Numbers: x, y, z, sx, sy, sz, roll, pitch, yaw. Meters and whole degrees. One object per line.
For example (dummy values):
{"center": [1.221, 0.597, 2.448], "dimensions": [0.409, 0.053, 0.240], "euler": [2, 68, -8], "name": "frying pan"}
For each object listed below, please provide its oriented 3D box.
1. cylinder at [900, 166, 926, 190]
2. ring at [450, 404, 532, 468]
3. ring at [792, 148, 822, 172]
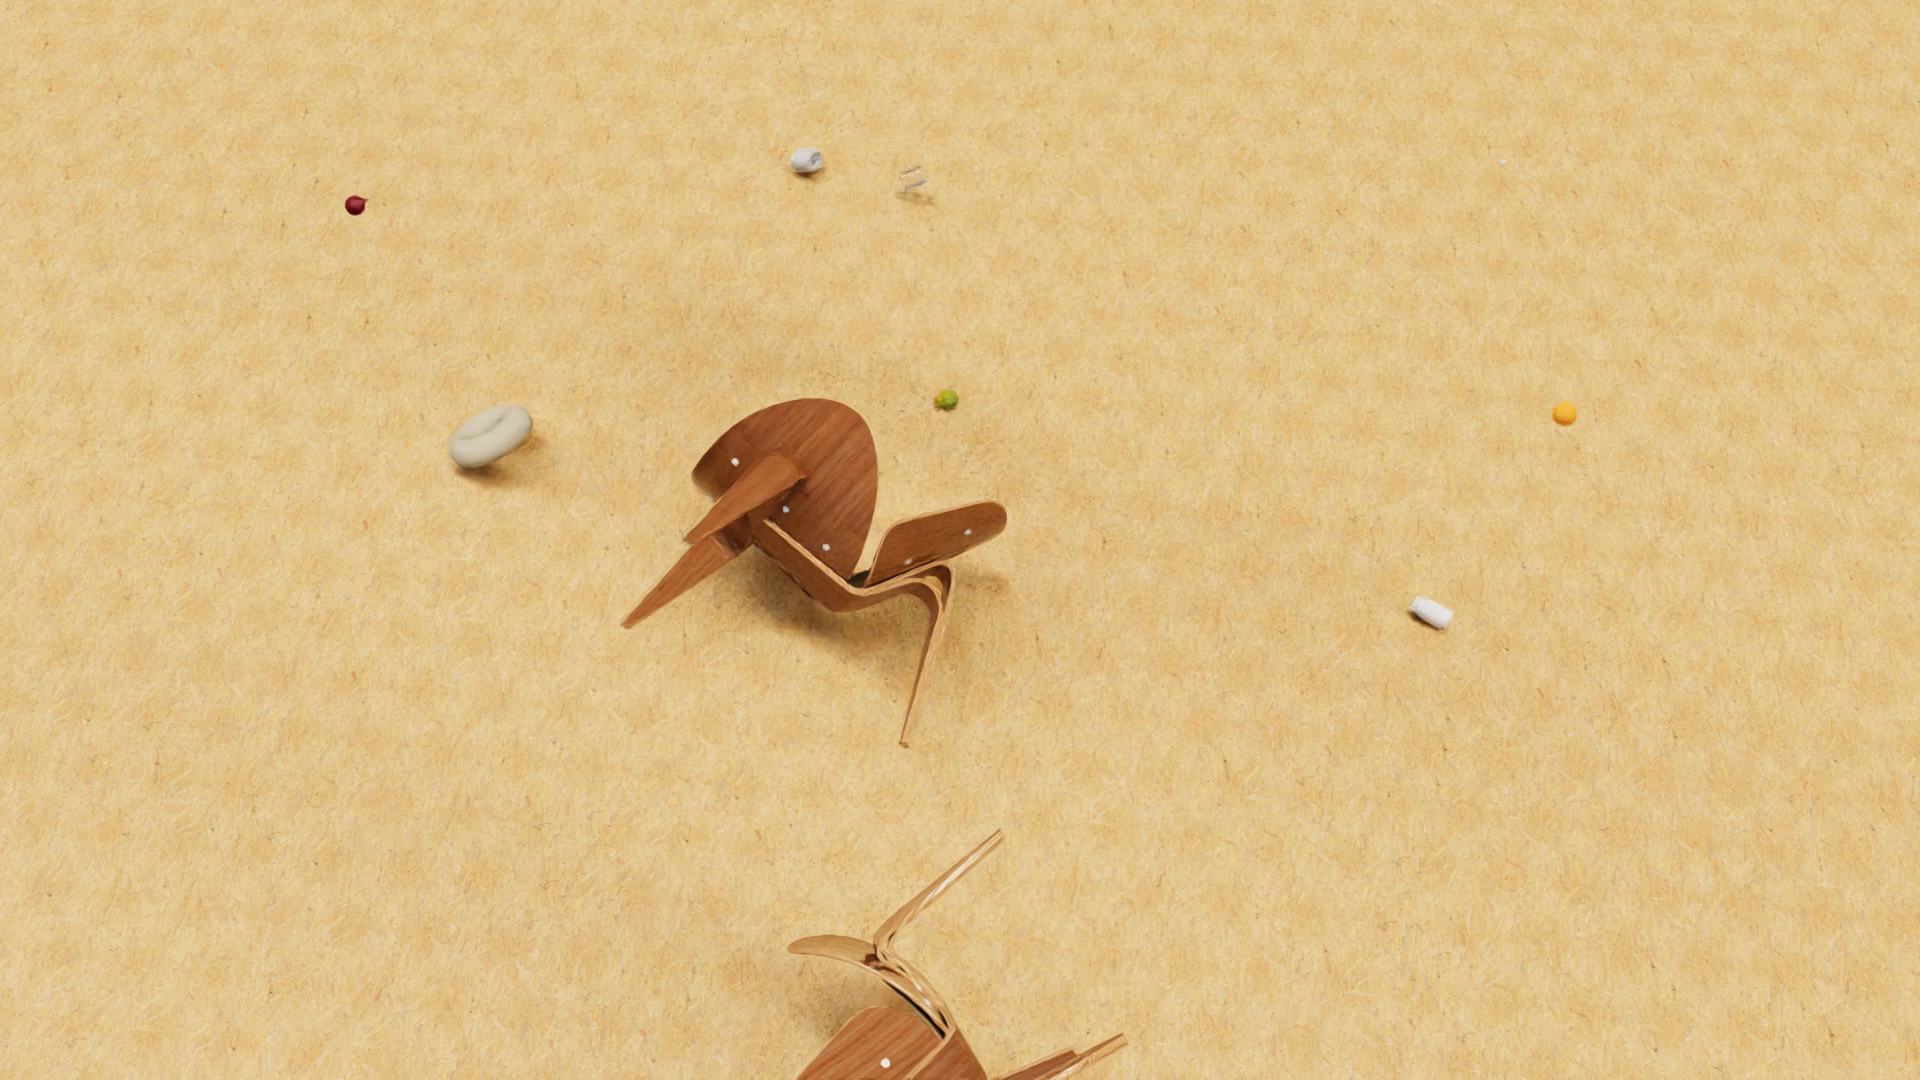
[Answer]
{"center": [-0.152, -1.196, 7.267], "dimensions": [0.073, 0.034, 0.058], "euler": [-19, 87, 6], "name": "cylinder"}
{"center": [-1.424, -0.318, 6.676], "dimensions": [0.272, 0.092, 0.264], "euler": [-22, 28, 9], "name": "ring"}
{"center": [-0.514, -1.274, 7.372], "dimensions": [0.074, 0.083, 0.121], "euler": [5, 22, 26], "name": "ring"}
